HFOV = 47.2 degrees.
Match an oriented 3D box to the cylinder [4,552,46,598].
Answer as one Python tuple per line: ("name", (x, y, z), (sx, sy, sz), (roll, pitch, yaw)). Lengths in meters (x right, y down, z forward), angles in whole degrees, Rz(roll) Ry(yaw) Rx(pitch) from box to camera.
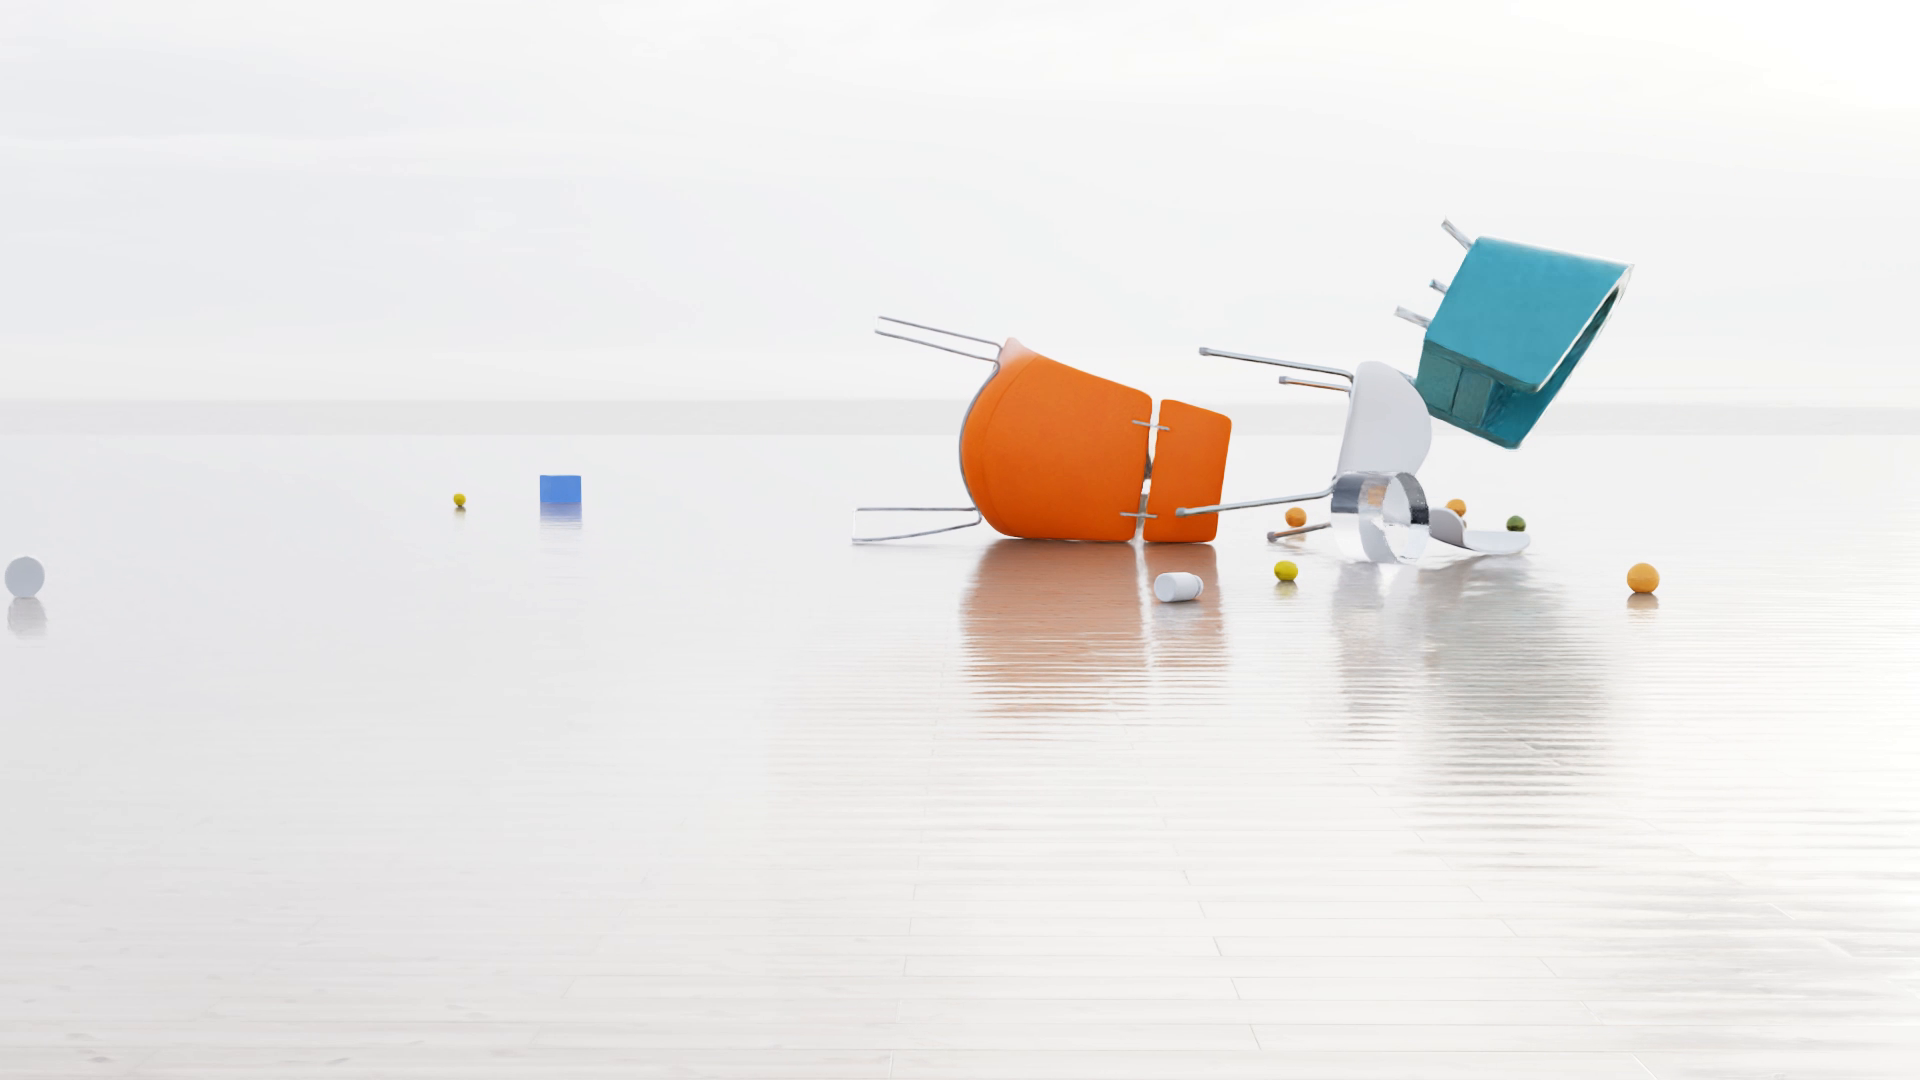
("cylinder", (-2.027, 0.077, 4.767), (0.080, 0.090, 0.082), (15, 2, -27))

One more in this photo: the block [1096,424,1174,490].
("block", (0.774, -0.367, 9.743), (0.220, 0.238, 0.284), (-15, -3, 21))

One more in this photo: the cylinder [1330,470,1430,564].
("cylinder", (1.086, -0.059, 5.676), (0.151, 0.219, 0.260), (3, -36, 41))

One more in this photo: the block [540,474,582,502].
("block", (-1.594, -0.206, 8.774), (0.123, 0.105, 0.157), (-2, 4, -28))
